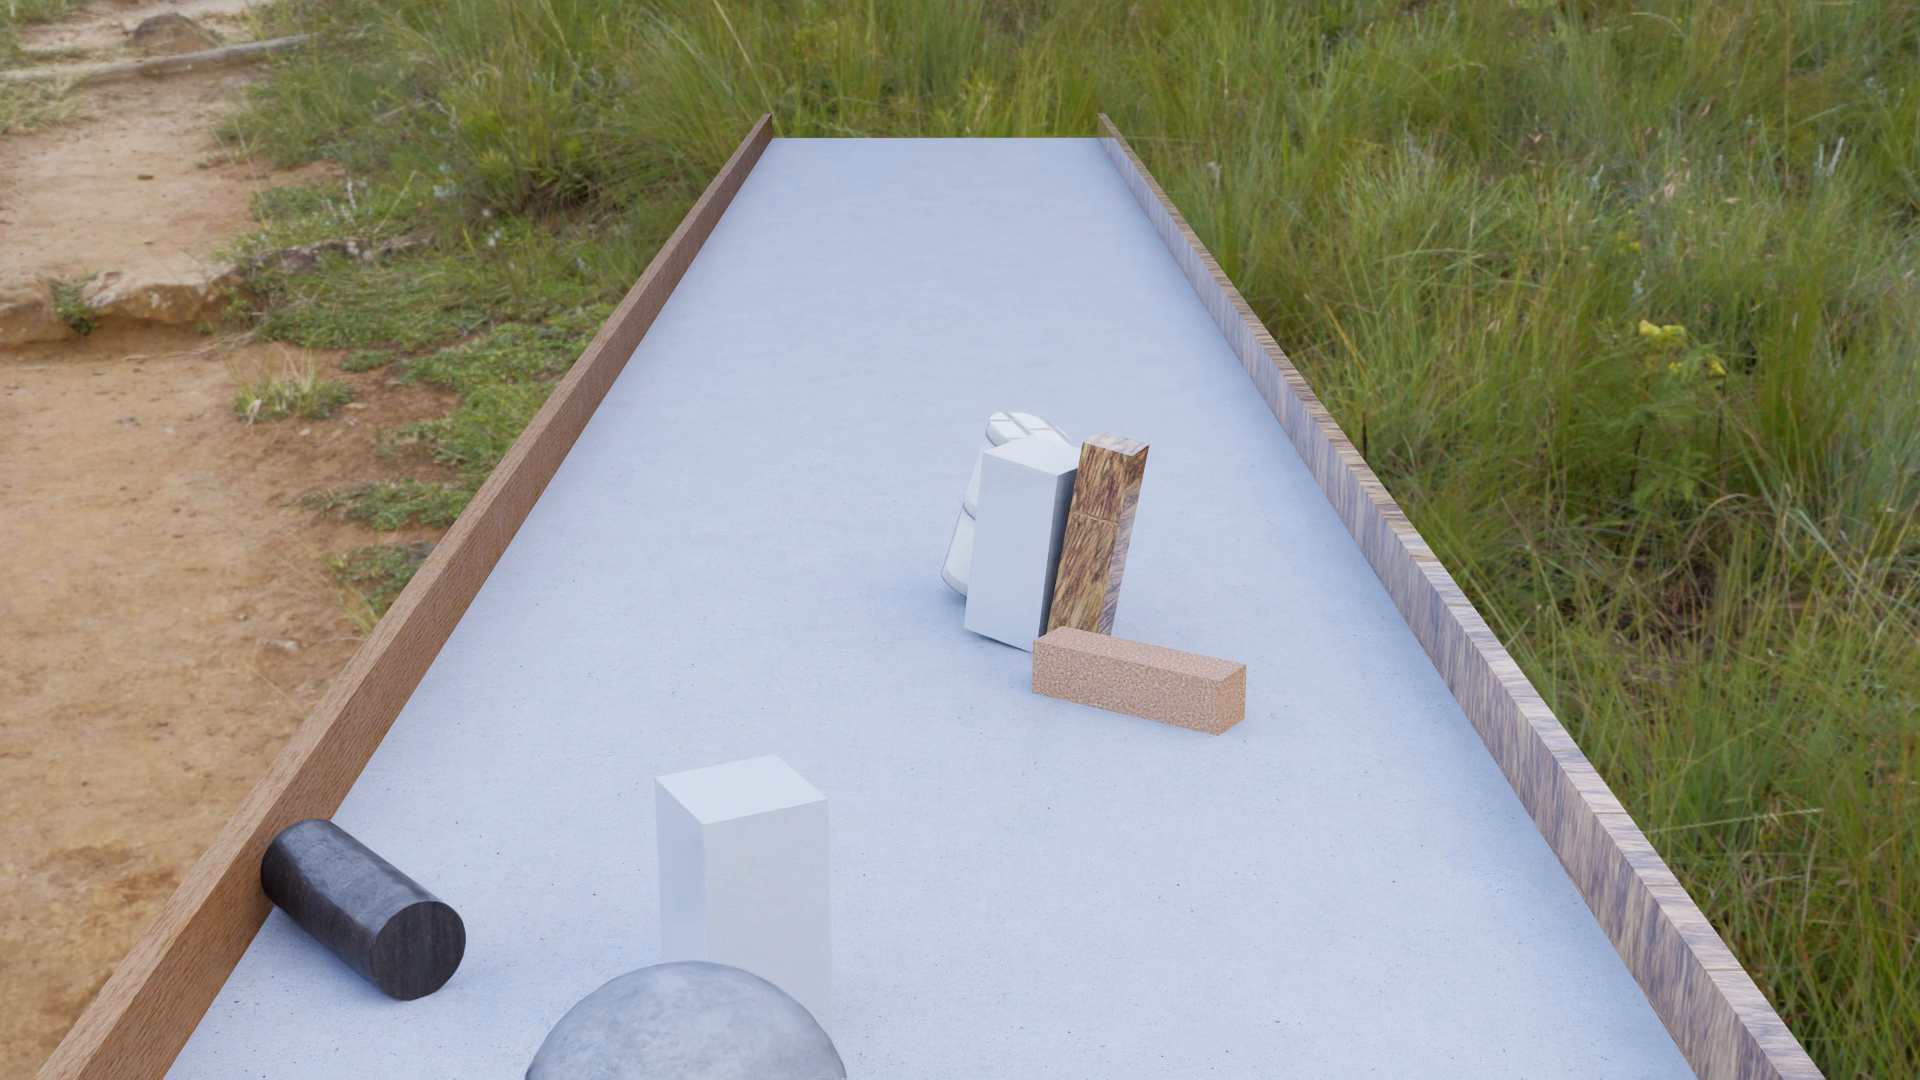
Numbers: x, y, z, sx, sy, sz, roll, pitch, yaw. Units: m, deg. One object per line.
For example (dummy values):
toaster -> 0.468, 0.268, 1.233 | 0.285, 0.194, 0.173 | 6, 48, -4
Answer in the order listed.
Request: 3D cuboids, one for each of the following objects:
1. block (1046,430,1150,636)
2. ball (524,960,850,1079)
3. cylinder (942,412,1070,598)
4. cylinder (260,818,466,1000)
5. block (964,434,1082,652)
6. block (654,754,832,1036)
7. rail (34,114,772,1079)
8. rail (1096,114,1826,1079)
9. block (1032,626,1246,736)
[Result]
block -> 0.270, 0.016, 4.376 | 0.103, 0.444, 0.103 | 17, 22, 19
ball -> -0.298, 0.648, 2.394 | 0.373, 0.373, 0.373 | 0, 17, 0
cylinder -> 0.097, -0.068, 4.727 | 0.179, 0.377, 0.179 | 14, 26, -7
cylinder -> -0.870, 0.530, 3.189 | 0.145, 0.145, 0.367 | -14, 21, -38
block -> 0.151, 0.006, 4.499 | 0.179, 0.384, 0.179 | 19, 24, 31
block -> -0.290, 0.494, 2.956 | 0.175, 0.347, 0.175 | -9, 19, -27
rail -> -1.118, -0.838, 7.780 | 0.050, 0.150, 12.000 | 0, 17, -1
rail -> 0.932, -0.844, 7.801 | 0.050, 0.150, 12.000 | 0, 17, -1
block -> 0.335, 0.263, 4.156 | 0.400, 0.107, 0.107 | 11, 20, 32
